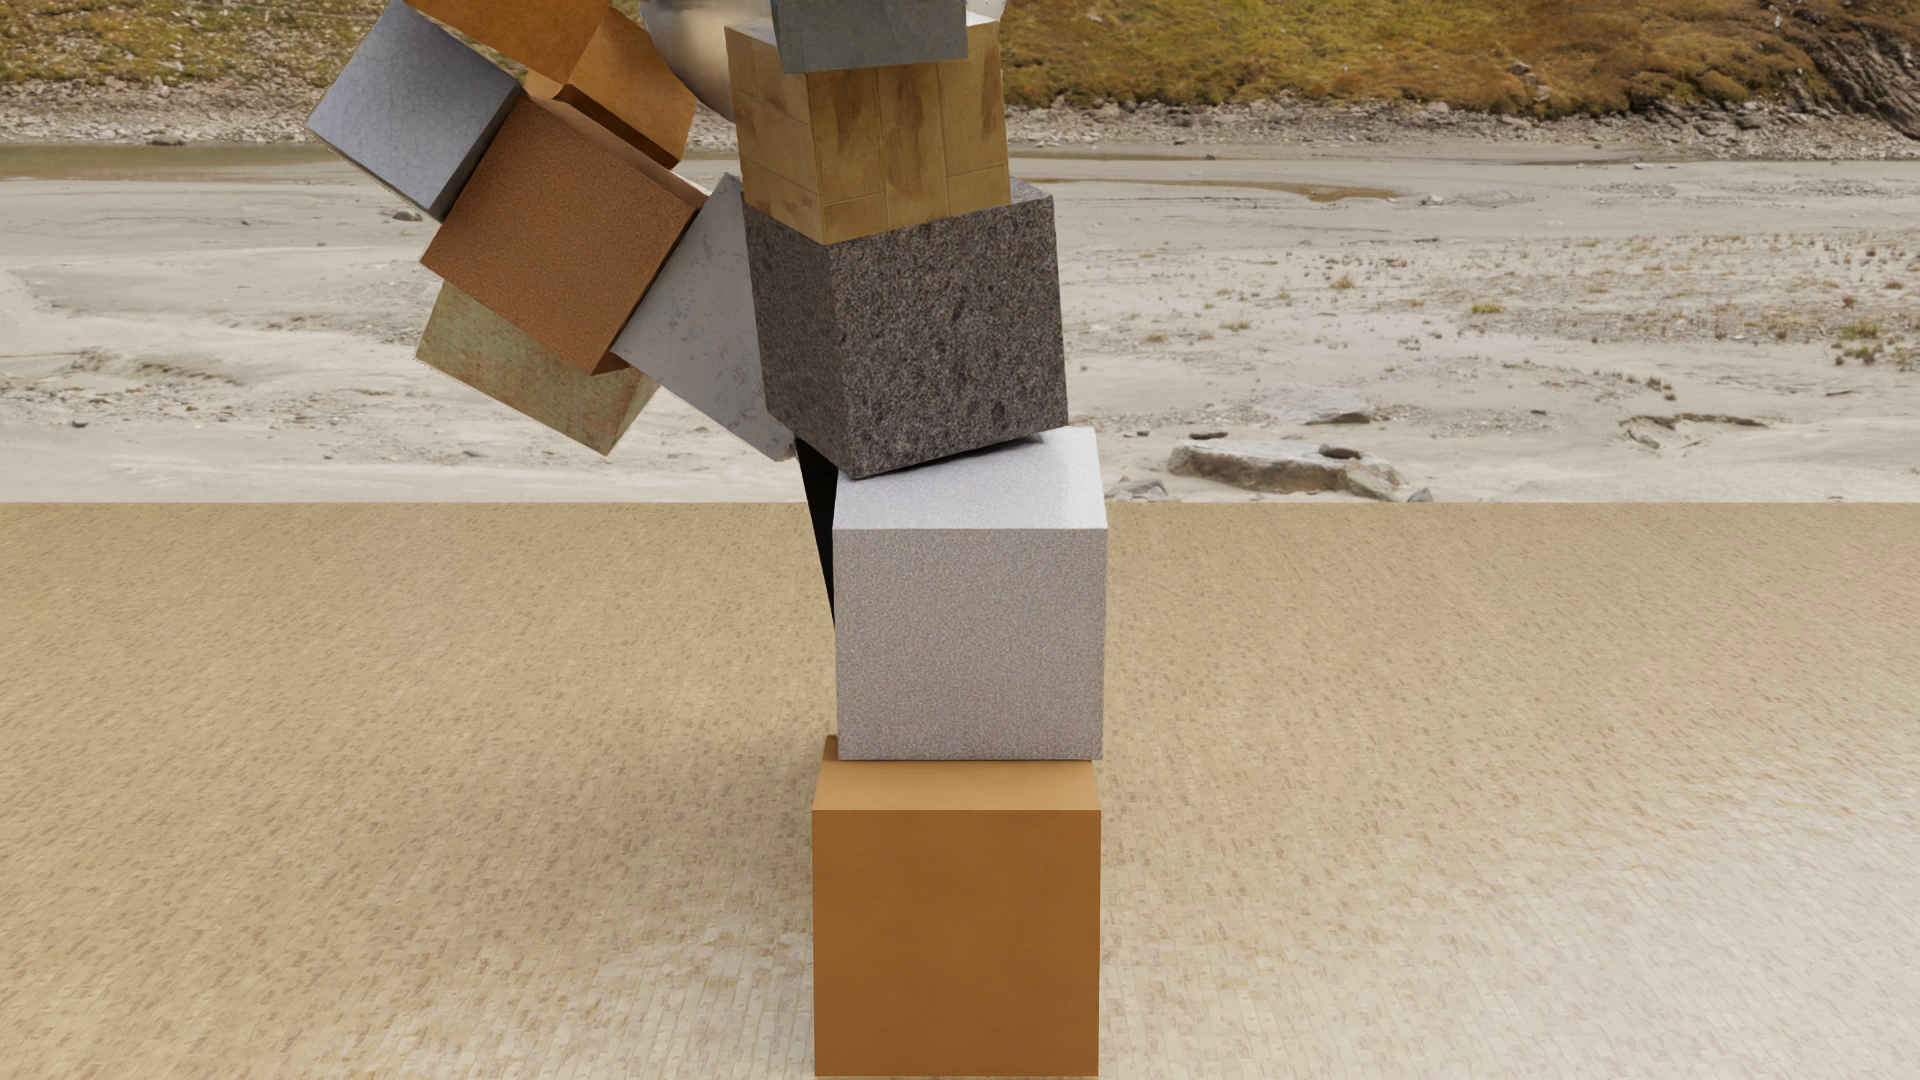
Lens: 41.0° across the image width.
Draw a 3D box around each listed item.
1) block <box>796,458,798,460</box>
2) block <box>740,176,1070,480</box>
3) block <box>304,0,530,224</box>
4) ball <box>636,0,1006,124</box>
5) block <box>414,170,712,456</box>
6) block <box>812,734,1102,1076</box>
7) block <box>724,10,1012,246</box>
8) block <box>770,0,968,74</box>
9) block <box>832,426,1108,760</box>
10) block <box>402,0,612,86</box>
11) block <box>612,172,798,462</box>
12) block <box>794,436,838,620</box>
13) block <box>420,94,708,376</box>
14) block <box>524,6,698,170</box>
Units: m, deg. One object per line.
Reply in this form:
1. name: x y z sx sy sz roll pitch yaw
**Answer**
1. block: -0.557 -1.091 12.109 1.056 1.008 0.983 -39 6 11
2. block: -0.215 -0.897 9.900 0.906 0.914 0.887 -15 25 -21
3. block: -2.251 -1.778 10.846 0.615 0.646 0.665 34 -2 1
4. ball: -0.580 -2.456 10.734 1.600 1.600 1.600 0 10 0
5. block: -1.849 -1.262 12.552 1.038 1.022 1.015 27 30 -2
6. block: -0.012 1.328 9.526 1.007 0.979 1.039 0 10 0
7. block: -0.342 -1.573 9.480 0.764 0.678 0.729 -16 26 -23
8. block: -0.341 -2.014 8.930 0.636 0.559 0.687 -6 27 -5
9. block: 0.036 0.188 9.808 0.985 0.944 0.974 0 24 0
10. block: -1.792 -2.372 10.288 0.724 0.689 0.645 25 15 -29
11. block: -0.831 -0.960 11.143 0.846 0.892 0.882 34 7 2
12. block: -0.155 -0.073 10.848 0.820 0.935 0.832 -12 4 4
13. block: -1.644 -1.311 11.061 0.863 0.832 0.760 34 9 1
14. block: -1.655 -1.967 11.884 0.619 0.588 0.672 34 41 -24
